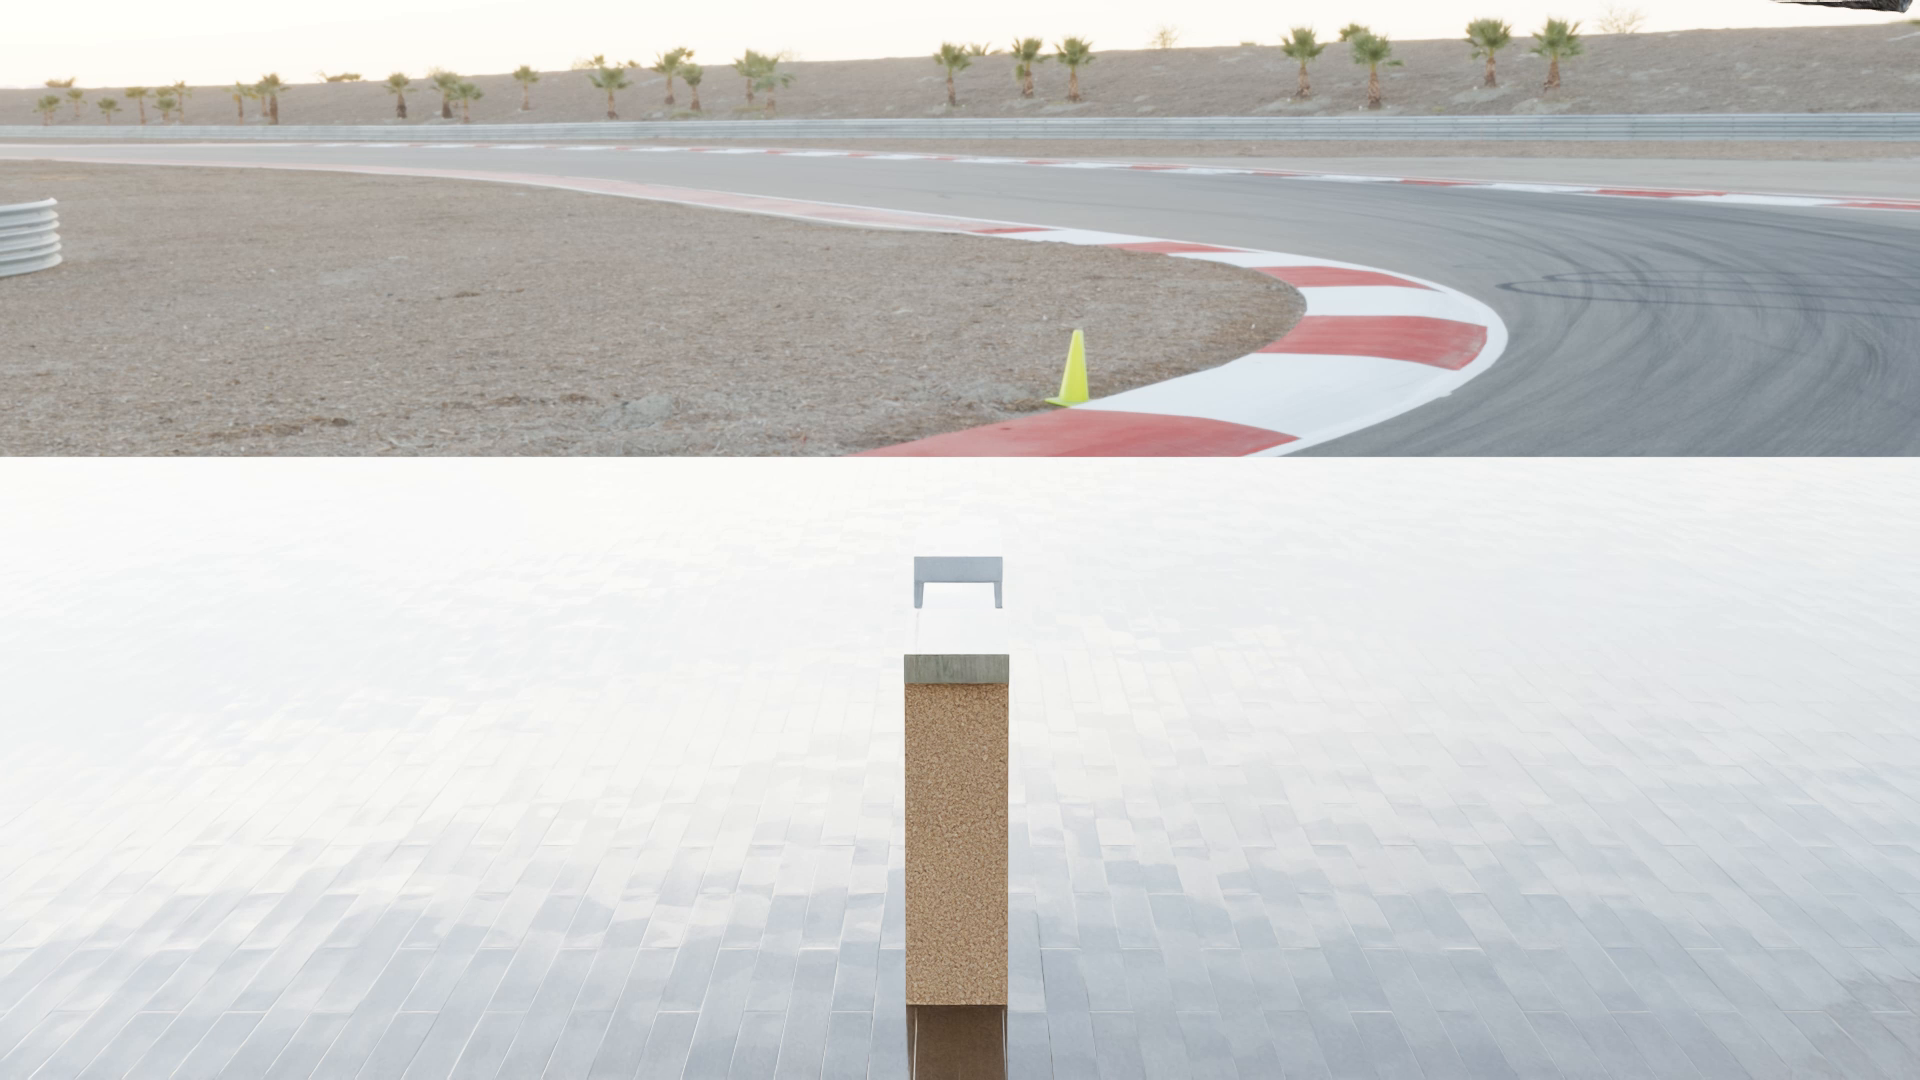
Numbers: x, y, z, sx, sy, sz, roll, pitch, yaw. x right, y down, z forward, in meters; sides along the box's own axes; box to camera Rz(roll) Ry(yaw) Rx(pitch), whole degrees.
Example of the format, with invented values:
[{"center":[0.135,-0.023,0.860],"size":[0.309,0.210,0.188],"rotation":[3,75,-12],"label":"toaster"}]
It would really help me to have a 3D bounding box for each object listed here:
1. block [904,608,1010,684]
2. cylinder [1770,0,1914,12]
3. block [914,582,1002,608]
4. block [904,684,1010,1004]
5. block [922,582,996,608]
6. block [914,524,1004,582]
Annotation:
[{"center":[-0.005,0.153,3.228],"size":[0.148,0.042,0.297],"rotation":[0,11,0],"label":"block"},{"center":[2.066,-1.391,5.113],"size":[0.299,0.299,0.299],"rotation":[14,16,30],"label":"cylinder"},{"center":[-0.004,0.212,3.851],"size":[0.153,0.307,0.043],"rotation":[0,11,0],"label":"block"},{"center":[-0.005,0.432,3.179],"size":[0.148,0.489,0.042],"rotation":[0,11,0],"label":"block"},{"center":[-0.002,0.106,3.490],"size":[0.113,0.032,0.225],"rotation":[0,11,0],"label":"block"},{"center":[-0.003,0.021,3.920],"size":[0.153,0.043,0.307],"rotation":[0,11,0],"label":"block"}]
